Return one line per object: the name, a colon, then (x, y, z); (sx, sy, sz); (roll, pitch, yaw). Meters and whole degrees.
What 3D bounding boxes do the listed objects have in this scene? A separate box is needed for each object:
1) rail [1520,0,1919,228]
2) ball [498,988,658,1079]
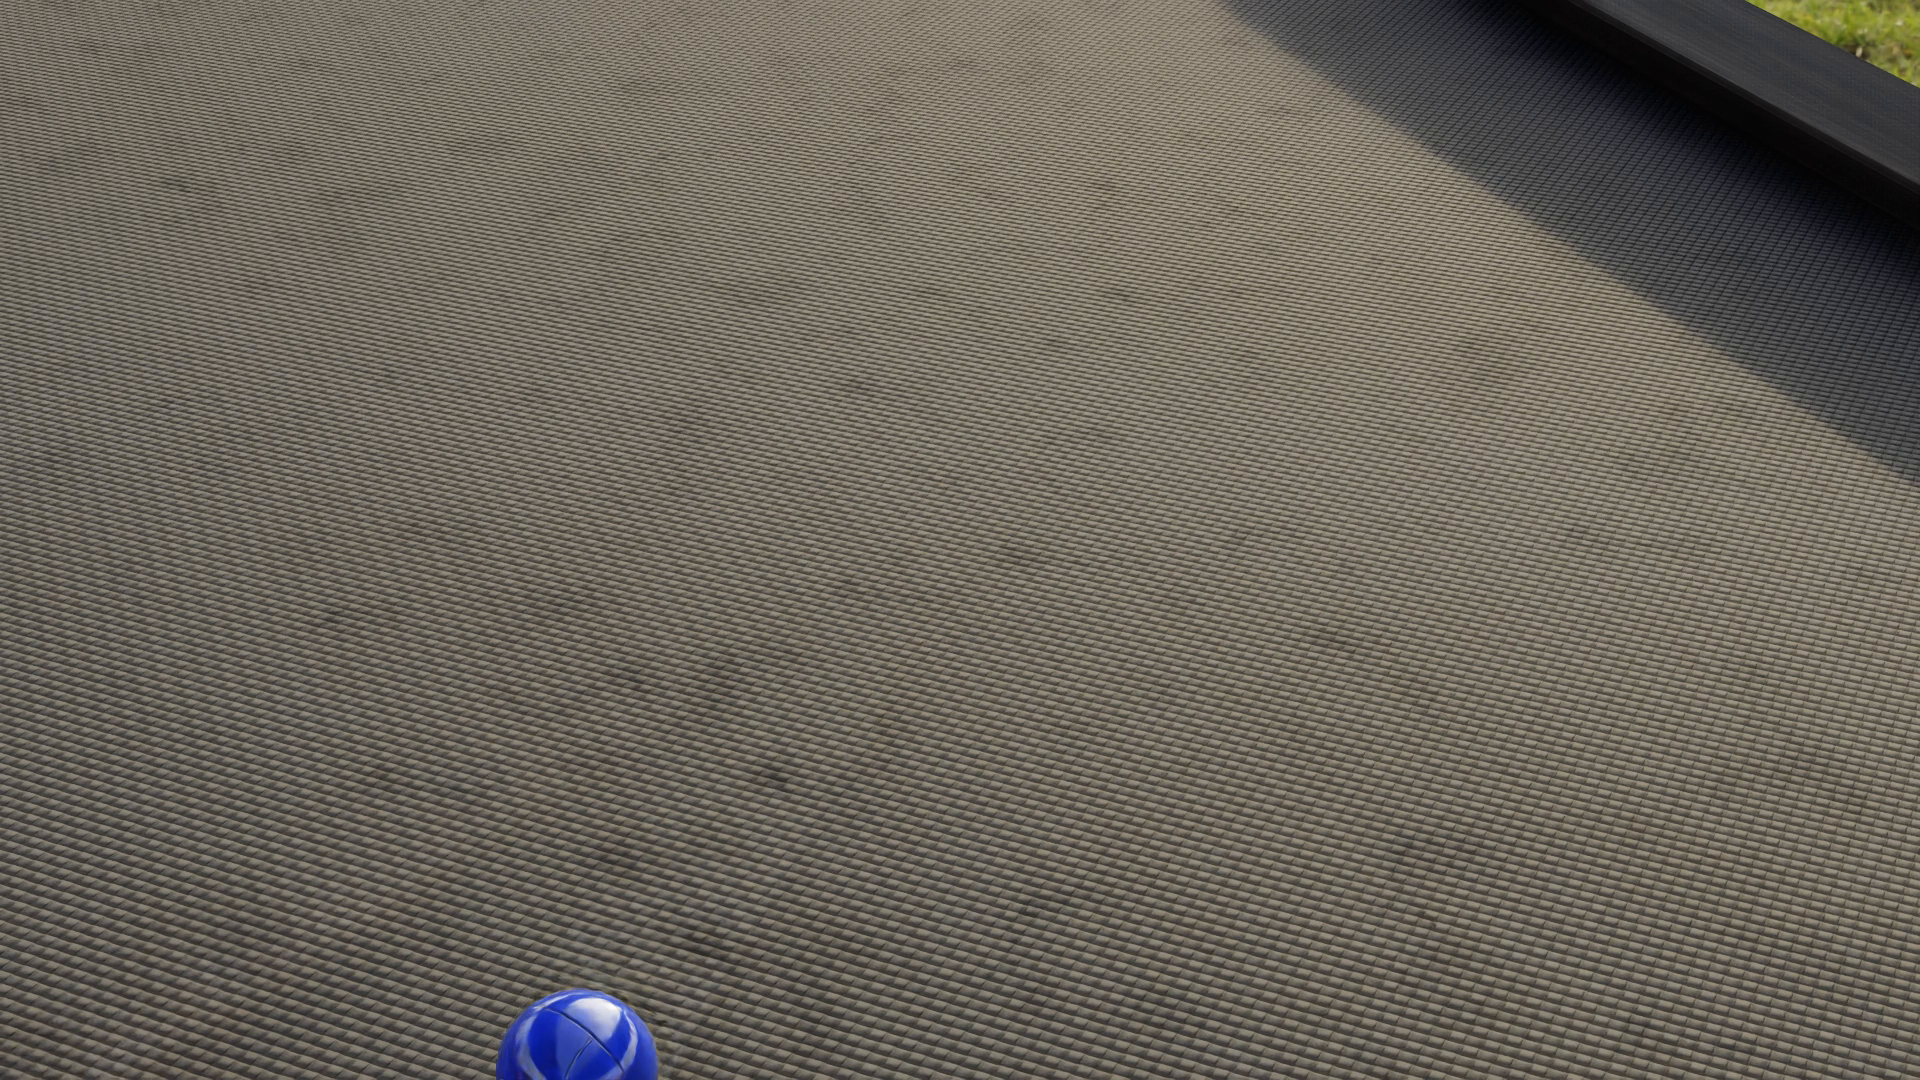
rail: (0.593, -0.553, 2.900); (0.045, 0.114, 3.559); (-9, 29, -17)
ball: (-0.181, 0.251, 1.397); (0.076, 0.076, 0.076); (0, 27, 0)
